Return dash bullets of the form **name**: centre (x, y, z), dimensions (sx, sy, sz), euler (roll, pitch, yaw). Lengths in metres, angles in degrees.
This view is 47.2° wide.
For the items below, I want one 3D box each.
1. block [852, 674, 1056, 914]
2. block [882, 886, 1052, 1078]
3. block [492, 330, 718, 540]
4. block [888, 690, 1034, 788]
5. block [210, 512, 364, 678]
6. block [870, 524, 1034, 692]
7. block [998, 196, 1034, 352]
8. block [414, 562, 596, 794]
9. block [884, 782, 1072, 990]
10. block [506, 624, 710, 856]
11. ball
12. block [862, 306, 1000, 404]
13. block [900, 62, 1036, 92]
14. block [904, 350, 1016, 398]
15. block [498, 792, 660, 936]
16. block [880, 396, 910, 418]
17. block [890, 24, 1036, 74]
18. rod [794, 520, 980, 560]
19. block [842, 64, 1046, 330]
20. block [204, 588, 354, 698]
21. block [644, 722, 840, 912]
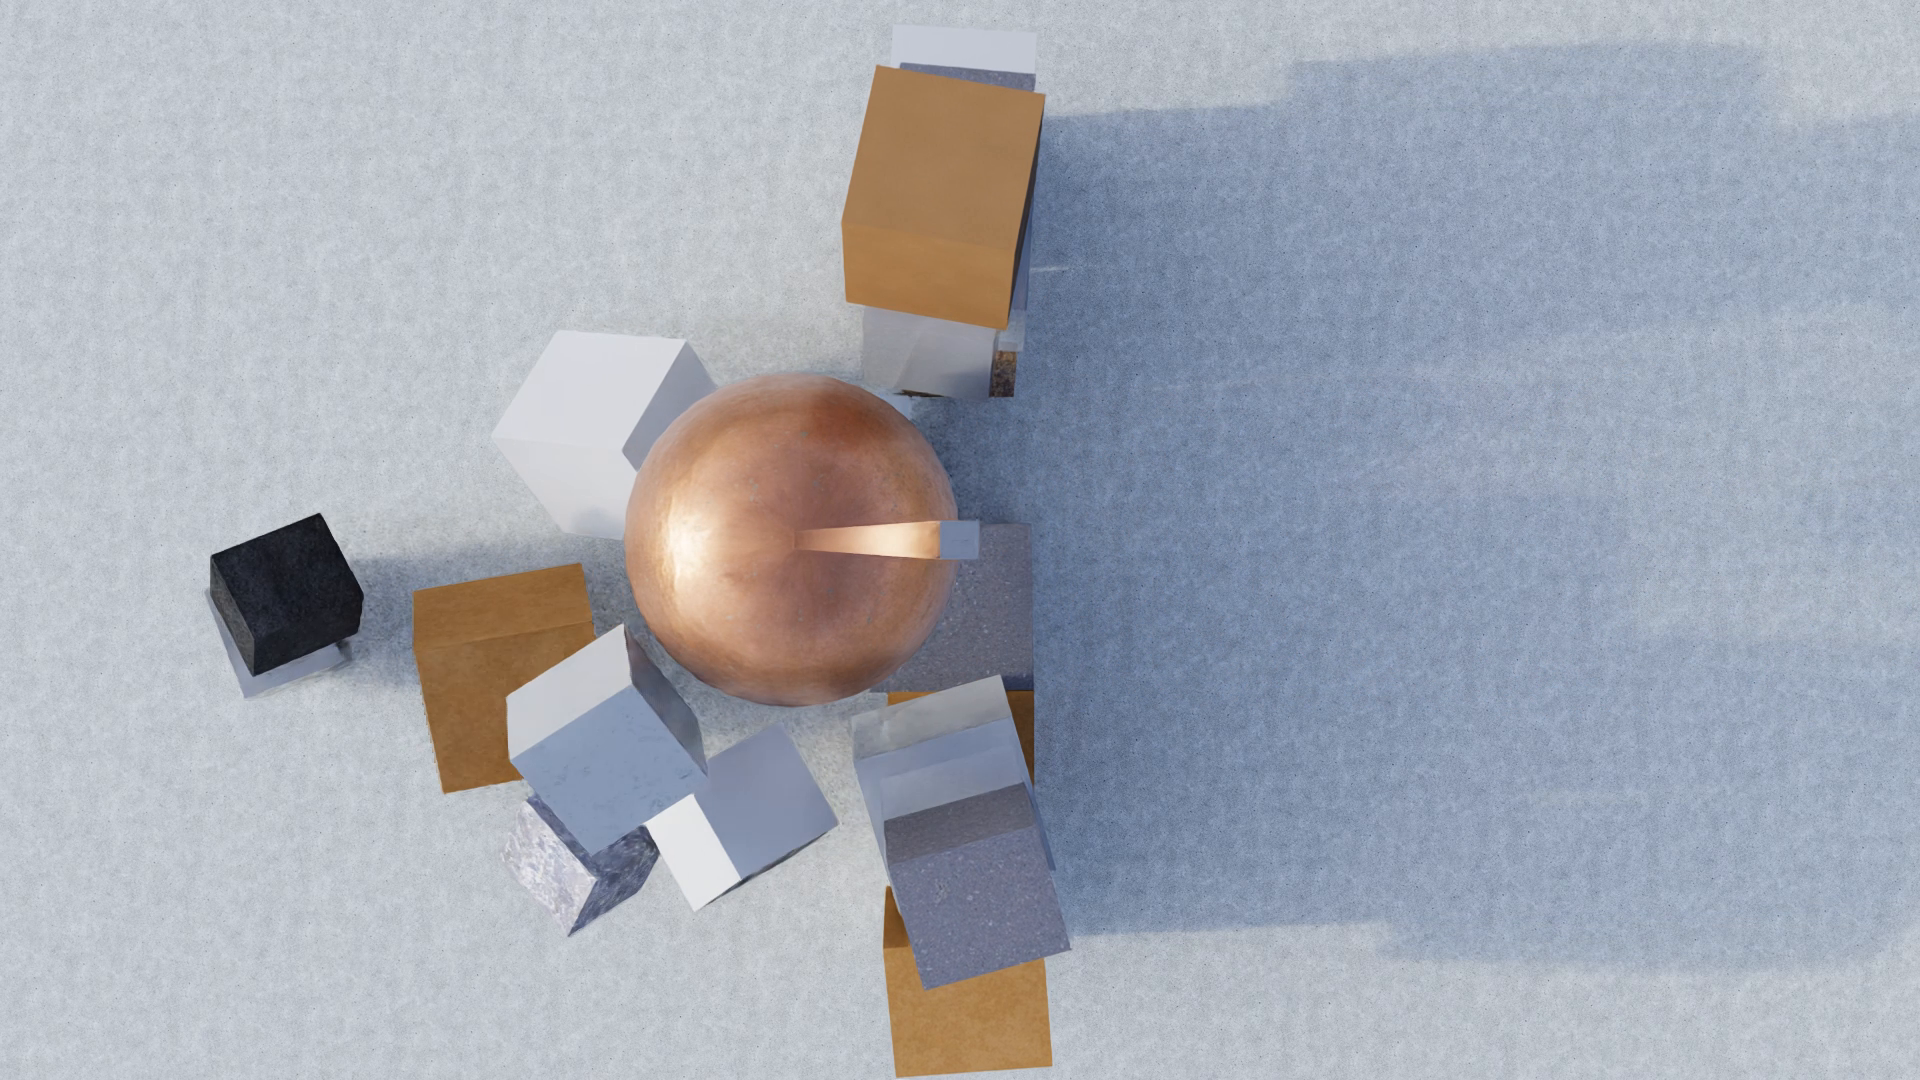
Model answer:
- **block**: centre (-0.047, 1.329, 11.625), dimensions (0.841, 0.804, 0.857), euler (-16, 102, 0)
- **block**: centre (0.042, 2.320, 11.734), dimensions (0.826, 0.677, 0.770), euler (-4, 109, 1)
- **block**: centre (-1.877, -0.567, 12.276), dimensions (0.909, 0.853, 0.786), euler (7, 56, 30)
- **block**: centre (0.006, 1.179, 12.577), dimensions (0.809, 0.845, 0.689), euler (0, 90, 0)
- **block**: centre (-3.634, 0.297, 11.862), dimensions (0.610, 0.563, 0.525), euler (-25, 76, -27)
- **block**: centre (-0.052, 0.369, 12.473), dimensions (0.890, 1.055, 0.904), euler (-1, 90, 0)
- **block**: centre (-0.034, -1.556, 11.784), dimensions (0.813, 0.798, 0.865), euler (4, 79, 1)
- **block**: centre (-2.509, 0.764, 12.373), dimensions (0.953, 0.814, 0.880), euler (-10, 114, -10)
- **block**: centre (0.076, 1.715, 10.963), dimensions (0.745, 0.662, 0.669), euler (-15, 102, 0)
- **block**: centre (-1.676, 0.943, 10.446), dimensions (0.668, 0.605, 0.654), euler (-32, 118, 3)
- **ball**: centre (-0.796, 0.000, 10.486), dimensions (1.600, 1.600, 1.600), euler (0, 90, 0)
- **block**: centre (-0.111, -1.147, 10.876), dimensions (0.630, 0.754, 0.602), euler (9, 71, 2)
- **block**: centre (0.007, -1.887, 11.081), dimensions (0.670, 0.707, 0.747), euler (5, 79, 1)
- **block**: centre (-0.008, -1.242, 12.542), dimensions (0.641, 0.806, 0.677), euler (0, 79, 0)
- **block**: centre (-2.063, 1.679, 12.055), dimensions (0.601, 0.552, 0.558), euler (45, 132, 15)
- **block**: centre (-0.677, -0.435, 12.571), dimensions (0.684, 0.751, 0.724), euler (-2, 90, -10)
- **block**: centre (0.006, -2.351, 11.978), dimensions (0.764, 0.624, 0.698), euler (4, 86, 0)
- **rod**: centre (-0.345, 0.000, 7.116), dimensions (0.080, 5.200, 0.080), euler (0, 90, -8)
- **block**: centre (-0.078, -1.569, 10.181), dimensions (0.777, 0.835, 0.801), euler (10, 71, 2)
- **block**: centre (-3.883, 0.505, 12.585), dimensions (0.561, 0.691, 0.642), euler (-21, 90, -11)
- **block**: centre (-1.168, 1.454, 11.560), dimensions (0.663, 0.627, 0.621), euler (-26, 81, -37)
